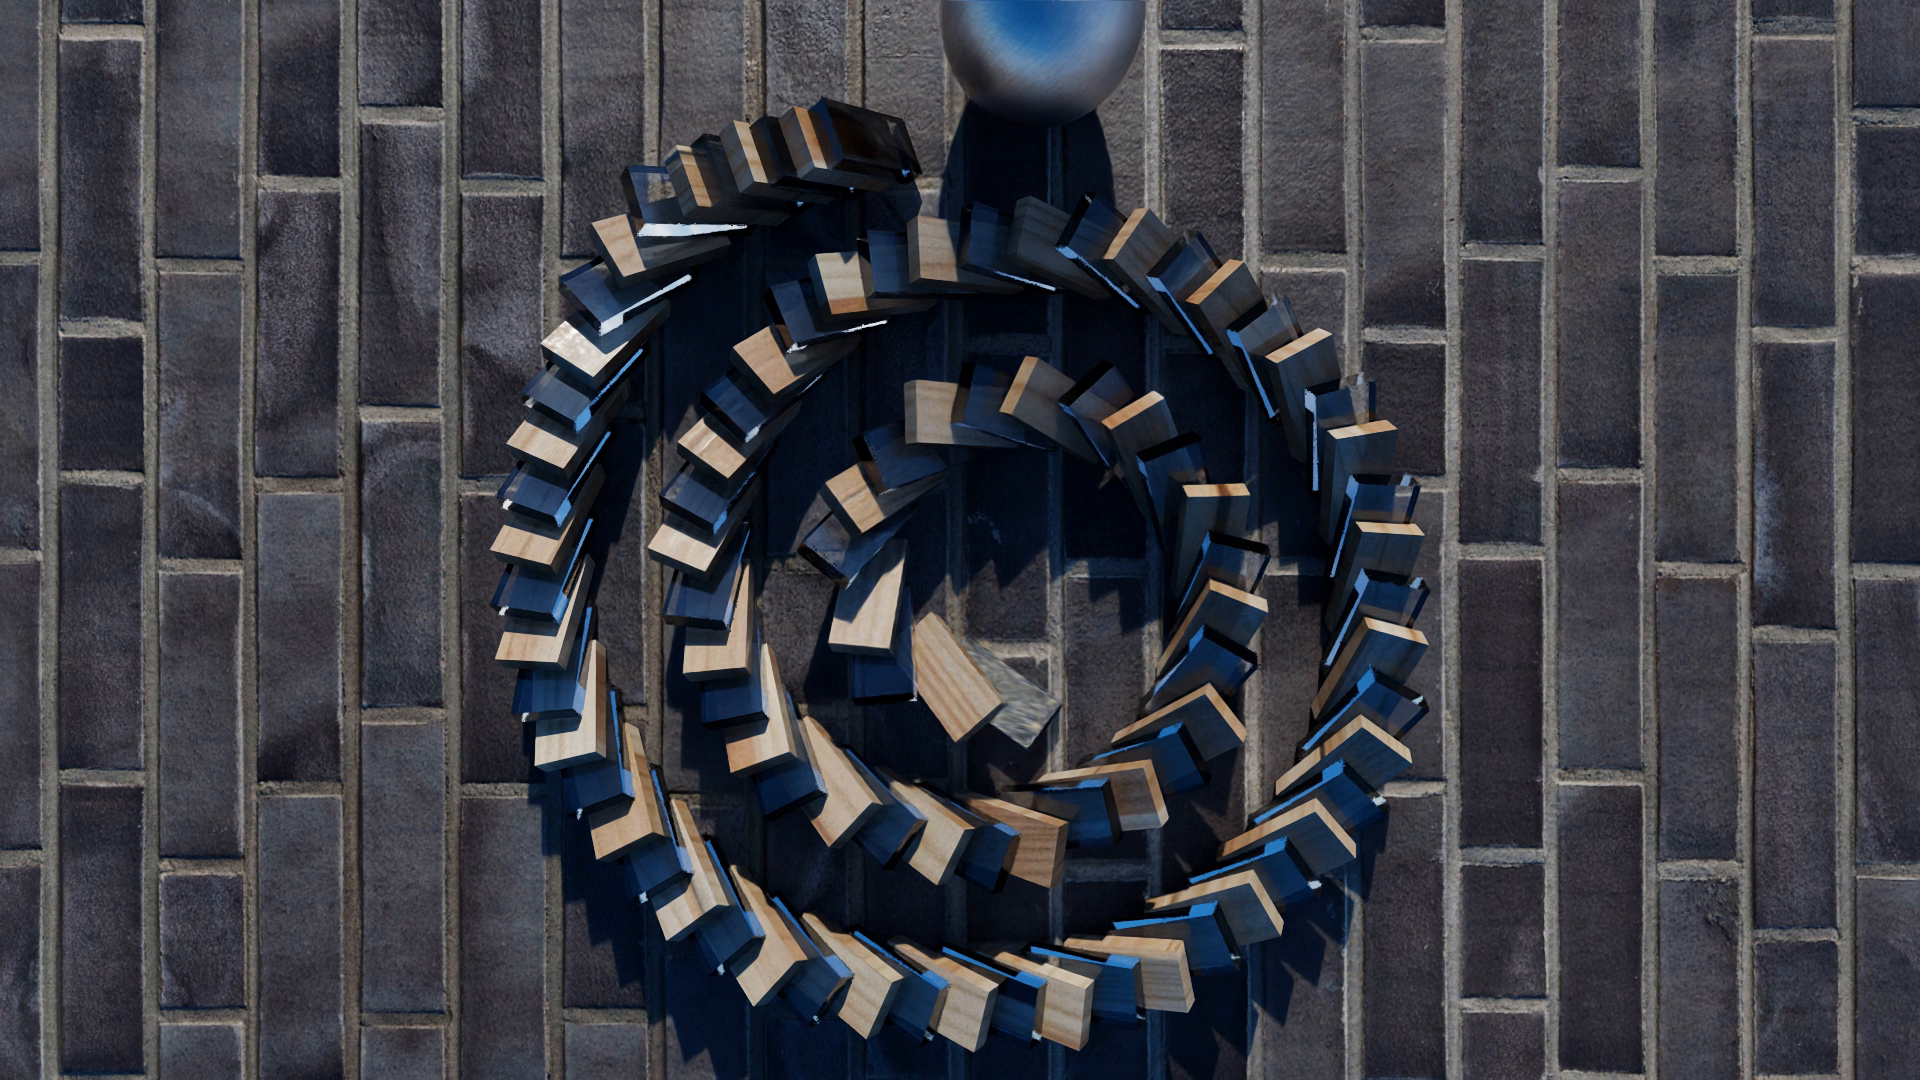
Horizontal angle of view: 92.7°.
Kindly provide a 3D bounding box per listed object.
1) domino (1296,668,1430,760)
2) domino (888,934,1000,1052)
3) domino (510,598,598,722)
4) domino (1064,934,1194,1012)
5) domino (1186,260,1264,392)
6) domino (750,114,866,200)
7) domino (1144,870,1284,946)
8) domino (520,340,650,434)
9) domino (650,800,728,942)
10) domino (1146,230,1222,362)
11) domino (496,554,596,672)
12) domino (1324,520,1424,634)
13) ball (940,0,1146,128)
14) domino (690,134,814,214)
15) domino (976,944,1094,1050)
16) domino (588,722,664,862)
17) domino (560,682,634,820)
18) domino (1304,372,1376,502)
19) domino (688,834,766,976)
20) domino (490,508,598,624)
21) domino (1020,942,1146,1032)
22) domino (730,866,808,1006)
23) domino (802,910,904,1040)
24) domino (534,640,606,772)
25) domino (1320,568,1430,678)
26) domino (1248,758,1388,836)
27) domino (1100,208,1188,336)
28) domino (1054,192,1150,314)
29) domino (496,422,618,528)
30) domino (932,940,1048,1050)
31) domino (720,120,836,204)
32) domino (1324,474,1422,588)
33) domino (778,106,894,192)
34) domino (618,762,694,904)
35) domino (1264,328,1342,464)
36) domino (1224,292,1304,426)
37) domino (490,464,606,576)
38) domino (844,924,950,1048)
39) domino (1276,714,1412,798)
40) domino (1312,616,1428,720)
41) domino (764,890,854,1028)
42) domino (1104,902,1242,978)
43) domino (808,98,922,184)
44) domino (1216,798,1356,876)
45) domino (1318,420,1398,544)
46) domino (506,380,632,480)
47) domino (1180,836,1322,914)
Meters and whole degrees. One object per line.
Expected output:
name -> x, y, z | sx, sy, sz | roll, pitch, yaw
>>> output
domino -> 0.167, 0.079, 0.383 | 0.025, 0.009, 0.050 | 29, 121, 0
domino -> -0.010, 0.189, 0.384 | 0.050, 0.010, 0.025 | 14, 90, 30
domino -> -0.169, 0.049, 0.383 | 0.025, 0.009, 0.050 | -5, 60, 0
domino -> 0.070, 0.180, 0.383 | 0.050, 0.009, 0.025 | -11, 90, 31
domino -> 0.118, -0.089, 0.383 | 0.025, 0.010, 0.050 | -43, 120, 0
domino -> -0.061, -0.157, 0.377 | 0.009, 0.050, 0.025 | -19, 90, 37
domino -> 0.106, 0.158, 0.383 | 0.050, 0.010, 0.025 | -30, 90, 30
domino -> -0.156, -0.071, 0.384 | 0.025, 0.009, 0.050 | 29, 60, 0
domino -> -0.119, 0.138, 0.383 | 0.025, 0.009, 0.050 | -36, 60, 0
domino -> 0.102, -0.101, 0.383 | 0.025, 0.010, 0.050 | -48, 120, 0
domino -> -0.173, 0.029, 0.383 | 0.025, 0.010, 0.050 | 3, 60, 1
domino -> 0.172, 0.017, 0.383 | 0.025, 0.009, 0.050 | 4, 120, 0
ball -> 0.032, -0.205, 0.360 | 0.080, 0.080, 0.080 | 0, 90, 0
domino -> -0.084, -0.150, 0.377 | 0.010, 0.050, 0.025 | -20, 91, 37
domino -> 0.030, 0.190, 0.383 | 0.050, 0.010, 0.025 | 6, 90, 30
domino -> -0.143, 0.105, 0.384 | 0.025, 0.010, 0.050 | -26, 60, 0
domino -> -0.153, 0.087, 0.384 | 0.025, 0.010, 0.050 | -21, 60, 0
domino -> 0.159, -0.042, 0.383 | 0.025, 0.010, 0.050 | -15, 121, 0
domino -> -0.104, 0.152, 0.383 | 0.025, 0.009, 0.050 | -41, 60, 0
domino -> -0.173, 0.009, 0.383 | 0.025, 0.010, 0.050 | 9, 60, 0
domino -> 0.051, 0.186, 0.383 | 0.050, 0.009, 0.025 | -5, 90, 31
domino -> -0.088, 0.164, 0.383 | 0.025, 0.010, 0.050 | -47, 60, 1
domino -> -0.050, 0.181, 0.384 | 0.050, 0.010, 0.025 | 24, 90, 30
domino -> -0.162, 0.069, 0.383 | 0.025, 0.010, 0.050 | -13, 60, 0
domino -> 0.173, 0.037, 0.383 | 0.025, 0.009, 0.050 | 10, 120, 0
domino -> 0.149, 0.115, 0.383 | 0.025, 0.009, 0.050 | 44, 120, 0
domino -> 0.084, -0.112, 0.383 | 0.050, 0.009, 0.025 | 35, 90, -31
domino -> 0.066, -0.119, 0.383 | 0.050, 0.009, 0.025 | 28, 90, -31
domino -> -0.168, -0.032, 0.383 | 0.025, 0.009, 0.050 | 20, 60, 0
domino -> 0.011, 0.190, 0.383 | 0.050, 0.010, 0.025 | 7, 90, 30
domino -> -0.073, -0.154, 0.377 | 0.010, 0.050, 0.025 | -19, 90, 37
domino -> 0.172, -0.003, 0.383 | 0.025, 0.009, 0.050 | 2, 120, 0
domino -> -0.050, -0.160, 0.377 | 0.009, 0.050, 0.025 | -19, 90, 37
domino -> -0.132, 0.122, 0.383 | 0.025, 0.009, 0.050 | -30, 60, 0
domino -> 0.147, -0.060, 0.383 | 0.025, 0.009, 0.050 | -28, 121, 0
domino -> 0.133, -0.075, 0.383 | 0.025, 0.009, 0.050 | -37, 120, 0
domino -> -0.171, -0.012, 0.383 | 0.025, 0.010, 0.050 | 14, 60, 0
domino -> -0.030, 0.186, 0.384 | 0.050, 0.010, 0.025 | 19, 90, 30
domino -> 0.159, 0.097, 0.383 | 0.025, 0.009, 0.050 | 36, 120, -1
domino -> 0.170, 0.057, 0.383 | 0.025, 0.010, 0.050 | 16, 120, 0
domino -> -0.070, 0.174, 0.383 | 0.050, 0.009, 0.025 | 35, 90, 31
domino -> 0.089, 0.169, 0.383 | 0.050, 0.010, 0.025 | -24, 90, 30
domino -> -0.038, -0.163, 0.377 | 0.010, 0.050, 0.025 | -19, 90, 37
domino -> 0.136, 0.131, 0.383 | 0.050, 0.010, 0.025 | -41, 91, 30
domino -> 0.166, -0.023, 0.383 | 0.025, 0.010, 0.050 | -9, 121, 0
domino -> -0.163, -0.051, 0.384 | 0.025, 0.009, 0.050 | 24, 60, 0
domino -> 0.121, 0.145, 0.383 | 0.050, 0.010, 0.025 | -35, 90, 30
